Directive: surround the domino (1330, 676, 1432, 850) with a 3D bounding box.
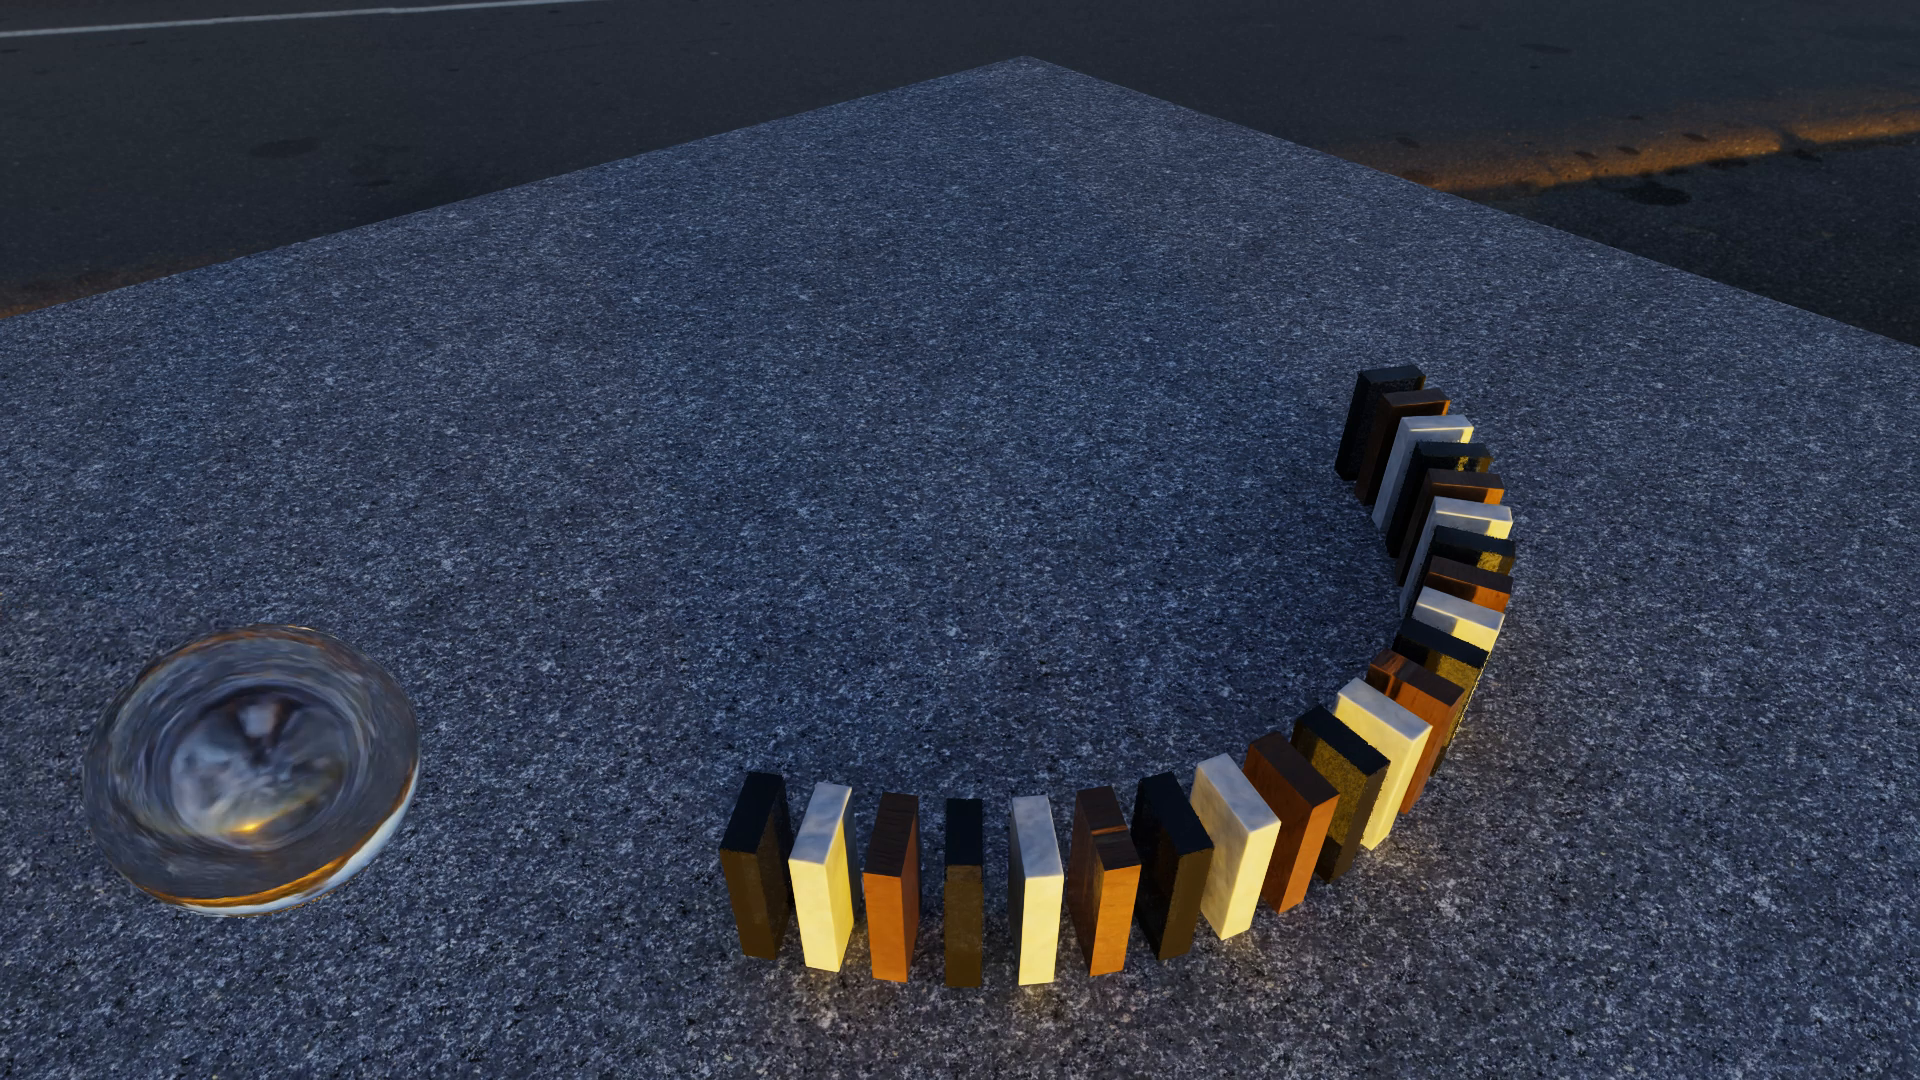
[{"bbox_3d":[0.121,0.067,0.329,0.010,0.050,0.025,-28,47,-30],"label":"domino"}]

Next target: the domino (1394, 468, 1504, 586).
[{"bbox_3d":[0.184,-0.003,0.415,0.025,0.050,0.009,6,40,7],"label":"domino"}]

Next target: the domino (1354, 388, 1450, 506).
[{"bbox_3d":[0.183,-0.038,0.458,0.025,0.050,0.009,-6,40,-8],"label":"domino"}]

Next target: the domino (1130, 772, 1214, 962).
[{"bbox_3d":[0.056,0.090,0.302,0.010,0.050,0.025,-11,41,-13],"label":"domino"}]

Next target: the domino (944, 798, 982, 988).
[{"bbox_3d":[0.001,0.095,0.295,0.010,0.050,0.025,1,39,1],"label":"domino"}]

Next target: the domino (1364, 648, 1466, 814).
[{"bbox_3d":[0.134,0.059,0.339,0.025,0.050,0.009,31,49,32],"label":"domino"}]

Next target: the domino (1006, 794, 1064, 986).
[{"bbox_3d":[0.020,0.095,0.296,0.009,0.050,0.025,-4,39,-4],"label":"domino"}]

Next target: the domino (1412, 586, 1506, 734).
[{"bbox_3d":[0.157,0.041,0.362,0.025,0.050,0.009,22,44,24],"label":"domino"}]

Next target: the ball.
[{"bbox_3d":[-0.196,0.064,0.310,0.080,0.080,0.080,0,39,0],"label":"ball"}]

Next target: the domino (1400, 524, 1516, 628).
[{"bbox_3d":[0.174,0.020,0.387,0.025,0.050,0.009,14,41,16],"label":"domino"}]

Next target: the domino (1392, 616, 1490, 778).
[{"bbox_3d":[0.147,0.050,0.350,0.025,0.050,0.010,27,46,29],"label":"domino"}]

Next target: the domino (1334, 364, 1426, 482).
[{"bbox_3d":[0.180,-0.050,0.472,0.025,0.050,0.009,-8,40,-9],"label":"domino"}]

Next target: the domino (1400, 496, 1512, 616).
[{"bbox_3d":[0.180,0.009,0.401,0.025,0.050,0.009,10,40,11],"label":"domino"}]

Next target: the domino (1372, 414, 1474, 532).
[{"bbox_3d":[0.186,-0.027,0.444,0.025,0.050,0.010,-3,39,-3],"label":"domino"}]

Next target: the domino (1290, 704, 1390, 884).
[{"bbox_3d":[0.106,0.075,0.320,0.009,0.050,0.025,-23,45,-26],"label":"domino"}]

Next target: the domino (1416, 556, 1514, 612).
[{"bbox_3d":[0.167,0.031,0.374,0.025,0.050,0.009,18,42,20],"label":"domino"}]

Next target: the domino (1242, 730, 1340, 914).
[{"bbox_3d":[0.090,0.081,0.313,0.010,0.050,0.025,-19,43,-22],"label":"domino"}]

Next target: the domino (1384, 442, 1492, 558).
[{"bbox_3d":[0.186,-0.015,0.429,0.025,0.050,0.009,2,39,3],"label":"domino"}]

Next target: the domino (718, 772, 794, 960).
[{"bbox_3d":[-0.054,0.090,0.302,0.009,0.050,0.025,6,40,7],"label":"domino"}]

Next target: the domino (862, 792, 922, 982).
[{"bbox_3d":[-0.017,0.094,0.297,0.010,0.050,0.025,5,40,6],"label":"domino"}]

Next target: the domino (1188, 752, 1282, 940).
[{"bbox_3d":[0.074,0.086,0.307,0.009,0.050,0.025,-15,42,-18],"label":"domino"}]

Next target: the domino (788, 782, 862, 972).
[{"bbox_3d":[-0.036,0.092,0.299,0.009,0.050,0.025,7,40,9],"label":"domino"}]

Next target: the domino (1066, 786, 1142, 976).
[{"bbox_3d":[0.038,0.093,0.298,0.009,0.050,0.025,-7,40,-9],"label":"domino"}]
